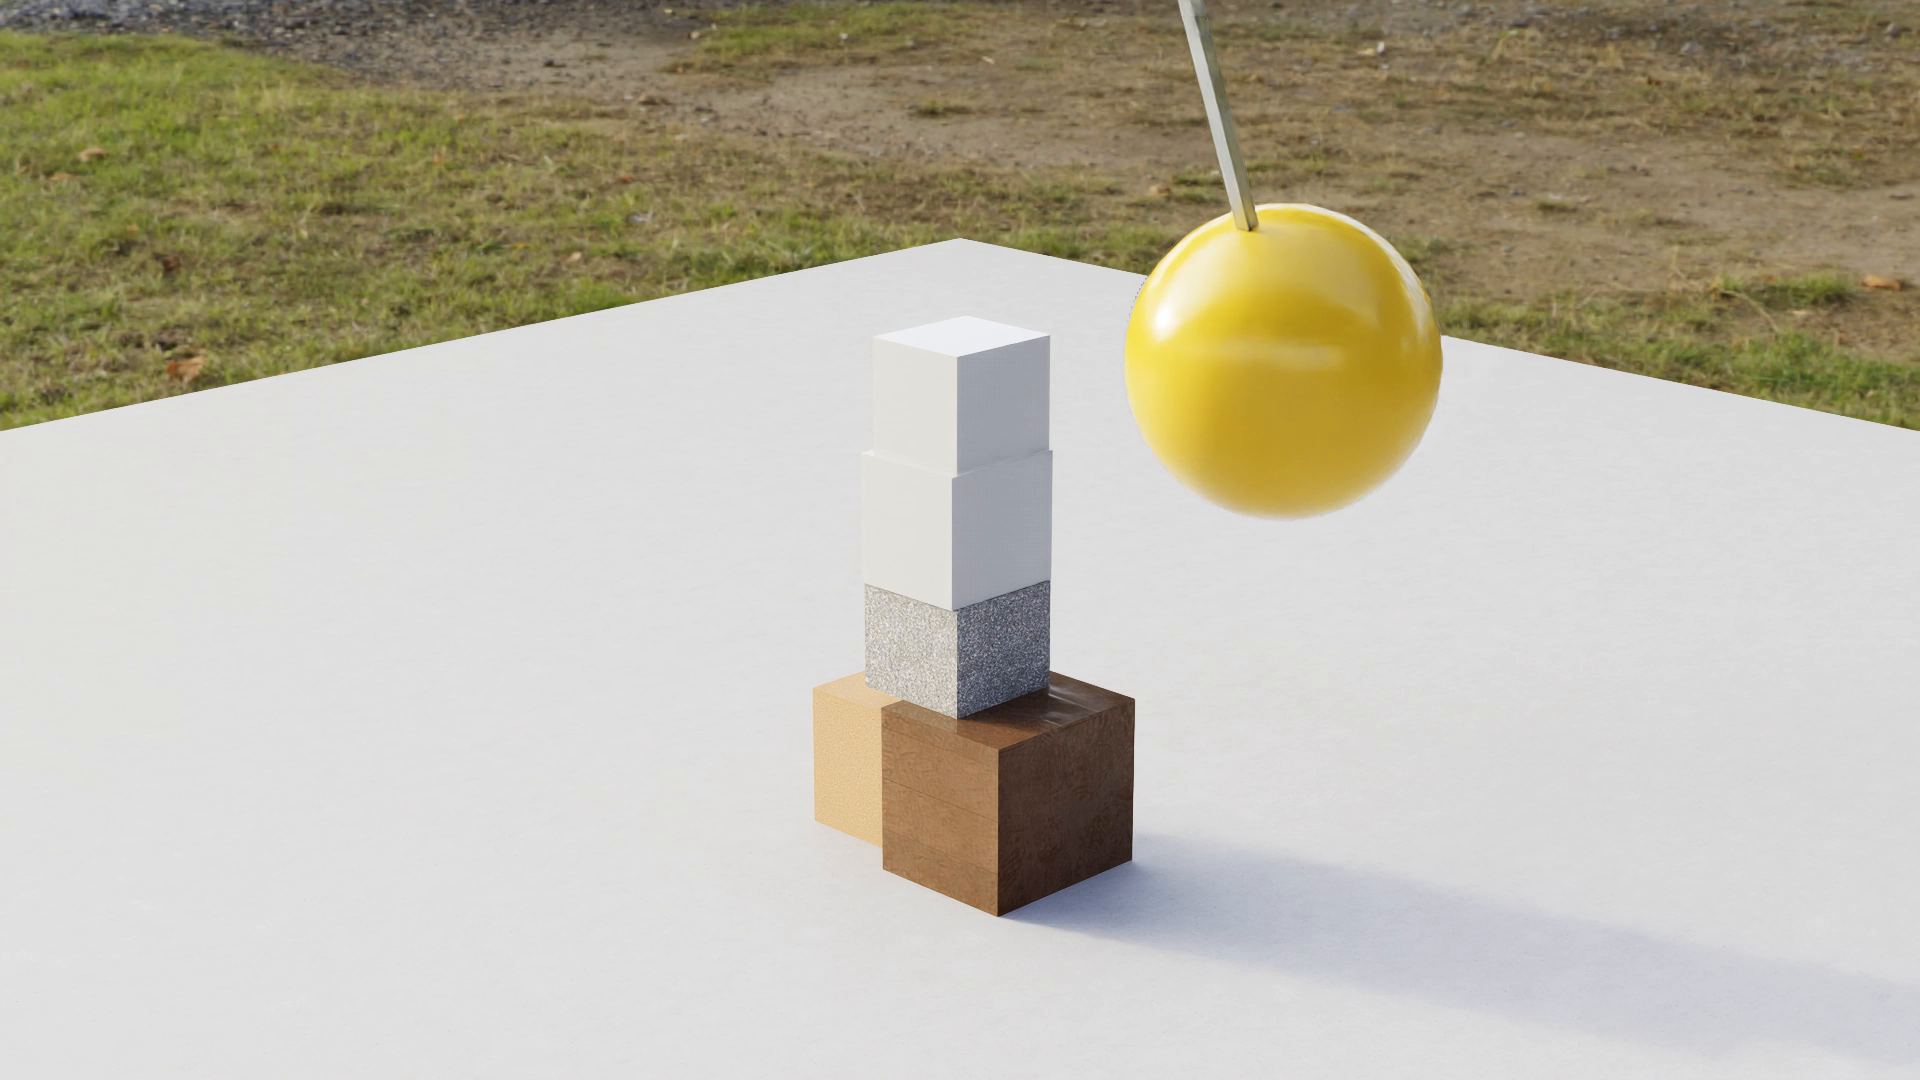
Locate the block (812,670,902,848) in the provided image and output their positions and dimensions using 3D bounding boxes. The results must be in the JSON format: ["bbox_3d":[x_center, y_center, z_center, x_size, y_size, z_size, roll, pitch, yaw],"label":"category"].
[{"bbox_3d":[-0.260,1.026,13.949,0.601,0.679,0.635,-17,24,-42],"label":"block"}]

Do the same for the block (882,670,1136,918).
[{"bbox_3d":[0.222,1.121,13.448,0.896,0.797,0.741,-17,24,-42],"label":"block"}]

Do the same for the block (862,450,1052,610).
[{"bbox_3d":[-0.012,-0.107,13.295,0.644,0.612,0.577,-17,24,-42],"label":"block"}]

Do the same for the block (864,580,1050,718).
[{"bbox_3d":[-0.011,0.430,13.465,0.605,0.513,0.598,-17,24,-42],"label":"block"}]

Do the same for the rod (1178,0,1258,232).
[{"bbox_3d":[0.703,-3.615,12.943,0.080,5.200,0.080,17,46,42],"label":"rod"}]

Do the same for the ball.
[{"bbox_3d":[1.623,-0.894,14.762,1.600,1.600,1.600,0,17,0],"label":"ball"}]

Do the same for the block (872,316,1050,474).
[{"bbox_3d":[0.007,-0.657,13.143,0.589,0.530,0.531,-17,24,-42],"label":"block"}]
